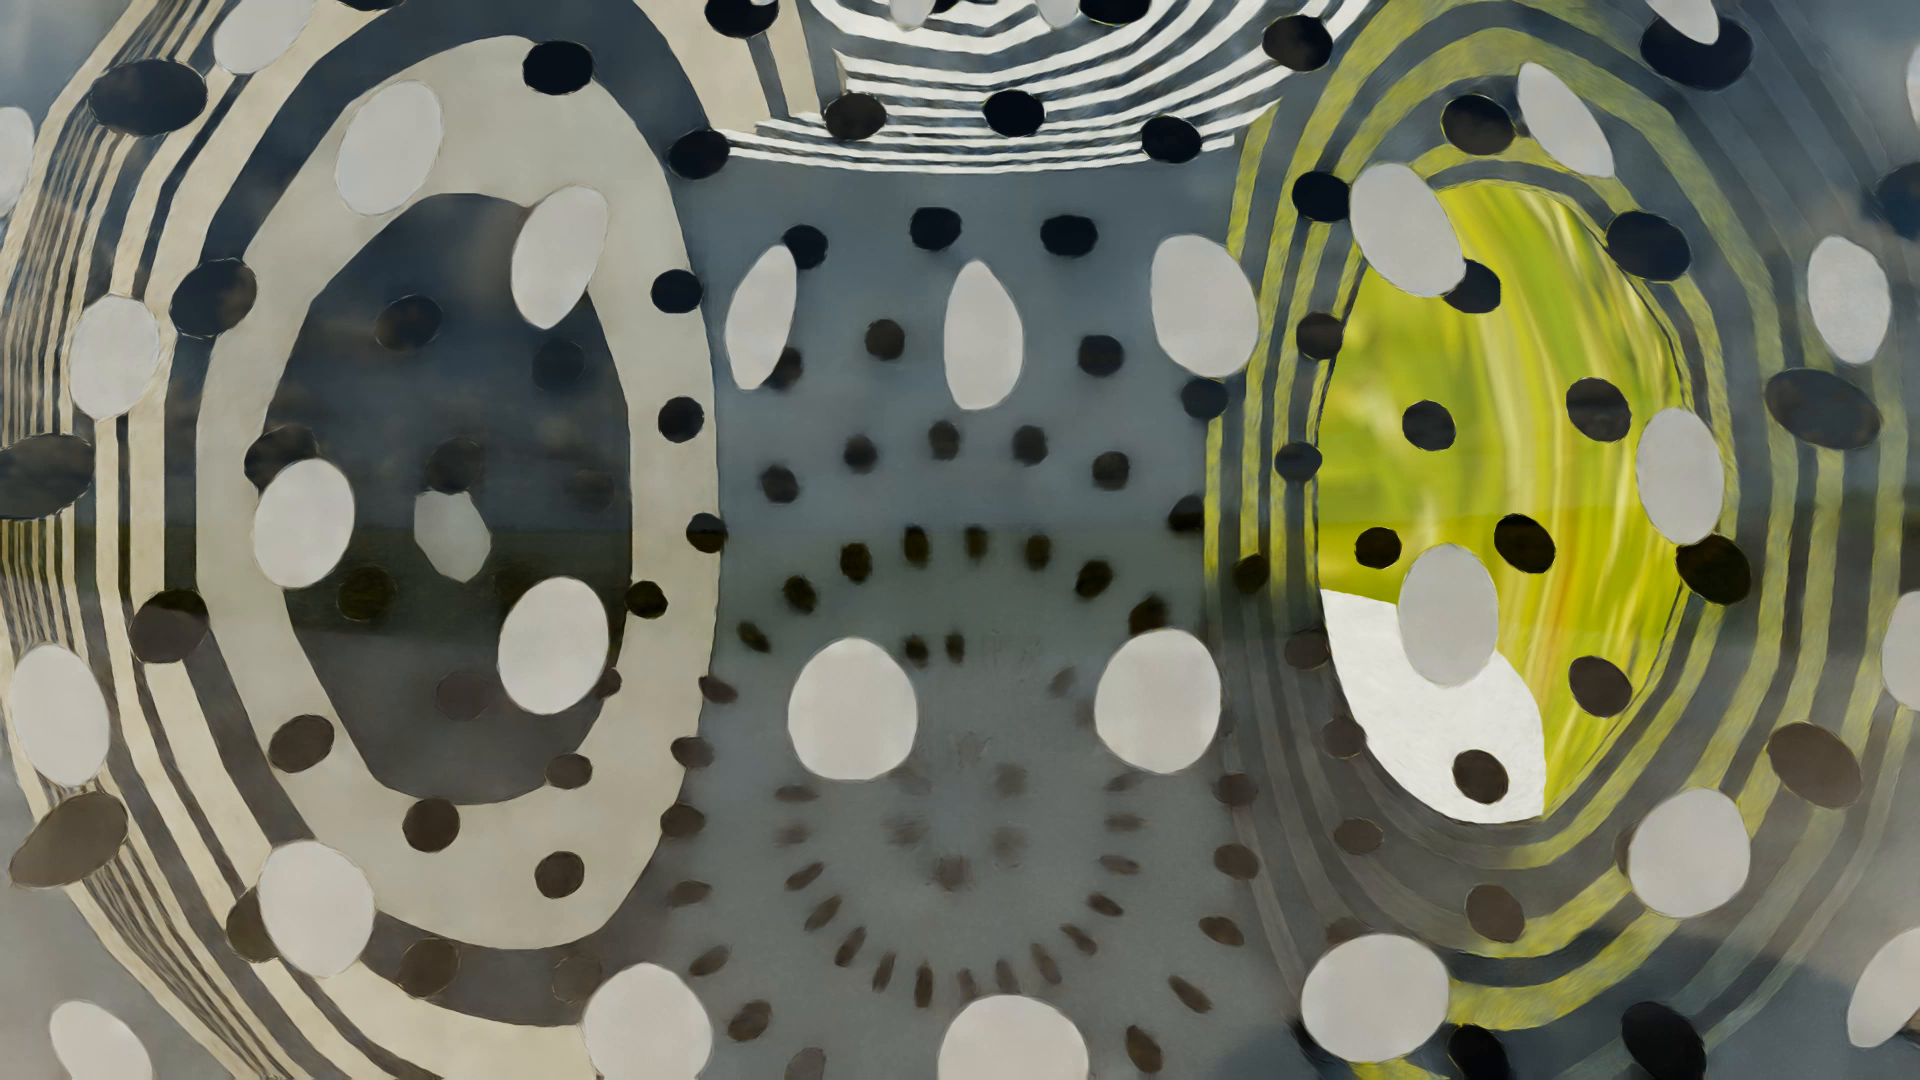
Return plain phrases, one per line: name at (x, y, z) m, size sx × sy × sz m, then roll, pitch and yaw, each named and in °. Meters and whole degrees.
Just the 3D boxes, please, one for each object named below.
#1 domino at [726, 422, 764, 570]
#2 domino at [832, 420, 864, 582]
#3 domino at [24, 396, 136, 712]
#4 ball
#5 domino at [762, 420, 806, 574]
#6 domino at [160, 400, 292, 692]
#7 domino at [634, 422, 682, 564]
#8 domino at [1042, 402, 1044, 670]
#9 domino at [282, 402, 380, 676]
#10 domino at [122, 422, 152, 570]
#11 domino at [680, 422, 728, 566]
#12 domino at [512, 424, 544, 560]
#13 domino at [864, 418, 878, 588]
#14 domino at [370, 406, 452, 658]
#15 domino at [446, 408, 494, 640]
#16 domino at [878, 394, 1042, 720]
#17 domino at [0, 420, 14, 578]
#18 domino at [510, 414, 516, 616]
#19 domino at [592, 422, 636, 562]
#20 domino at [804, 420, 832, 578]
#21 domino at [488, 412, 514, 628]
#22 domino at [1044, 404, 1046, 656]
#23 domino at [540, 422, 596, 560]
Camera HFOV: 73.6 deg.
domino at (-0.068, -0.016, 0.444) m, size 0.010 × 0.050 × 0.025 m, roll 3°, pitch 5°, yaw 37°
domino at (-0.027, -0.013, 0.404) m, size 0.025 × 0.050 × 0.009 m, roll -3°, pitch 5°, yaw -39°
domino at (-0.147, 0.002, 0.214) m, size 0.009 × 0.050 × 0.025 m, roll -4°, pitch 6°, yaw -43°
ball at (0.000, -0.002, 0.056) m, size 0.080 × 0.080 × 0.080 m, roll 0°, pitch 4°, yaw 0°
domino at (-0.053, -0.015, 0.432) m, size 0.010 × 0.050 × 0.025 m, roll 4°, pitch 6°, yaw 42°
domino at (-0.132, 0.000, 0.230) m, size 0.025 × 0.050 × 0.009 m, roll 3°, pitch 5°, yaw 36°
domino at (-0.107, -0.018, 0.468) m, size 0.009 × 0.050 × 0.025 m, roll 2°, pitch 5°, yaw 24°
domino at (0.003, 0.000, 0.240) m, size 0.025 × 0.050 × 0.009 m, roll 0°, pitch 4°, yaw 5°
domino at (-0.124, -0.001, 0.243) m, size 0.025 × 0.050 × 0.010 m, roll 2°, pitch 5°, yaw 26°
domino at (-0.288, -0.016, 0.443) m, size 0.009 × 0.050 × 0.025 m, roll -4°, pitch 6°, yaw -40°
domino at (-0.087, -0.017, 0.457) m, size 0.009 × 0.050 × 0.025 m, roll 3°, pitch 5°, yaw 31°
domino at (-0.164, -0.018, 0.480) m, size 0.009 × 0.050 × 0.025 m, roll 0°, pitch 4°, yaw 3°
domino at (-0.016, -0.012, 0.389) m, size 0.025 × 0.050 × 0.009 m, roll -3°, pitch 5°, yaw -33°
domino at (-0.118, -0.002, 0.261) m, size 0.025 × 0.050 × 0.010 m, roll 1°, pitch 4°, yaw 11°
domino at (-0.116, -0.003, 0.280) m, size 0.025 × 0.050 × 0.009 m, roll 0°, pitch 4°, yaw -1°
domino at (0.000, 0.002, 0.201) m, size 0.025 × 0.050 × 0.009 m, roll 0°, pitch 4°, yaw 0°
domino at (-0.316, -0.014, 0.414) m, size 0.025 × 0.050 × 0.009 m, roll 3°, pitch 5°, yaw 38°
domino at (-0.123, -0.006, 0.315) m, size 0.025 × 0.050 × 0.009 m, roll -2°, pitch 5°, yaw -26°
domino at (-0.124, -0.018, 0.474) m, size 0.009 × 0.050 × 0.025 m, roll 1°, pitch 4°, yaw 16°
domino at (-0.037, -0.014, 0.416) m, size 0.025 × 0.050 × 0.009 m, roll -4°, pitch 6°, yaw -42°
domino at (-0.118, -0.005, 0.299) m, size 0.025 × 0.050 × 0.009 m, roll -1°, pitch 4°, yaw -11°
domino at (0.005, -0.002, 0.256) m, size 0.025 × 0.050 × 0.009 m, roll 0°, pitch 4°, yaw 5°
domino at (-0.146, -0.018, 0.478) m, size 0.010 × 0.050 × 0.025 m, roll 1°, pitch 4°, yaw 9°
